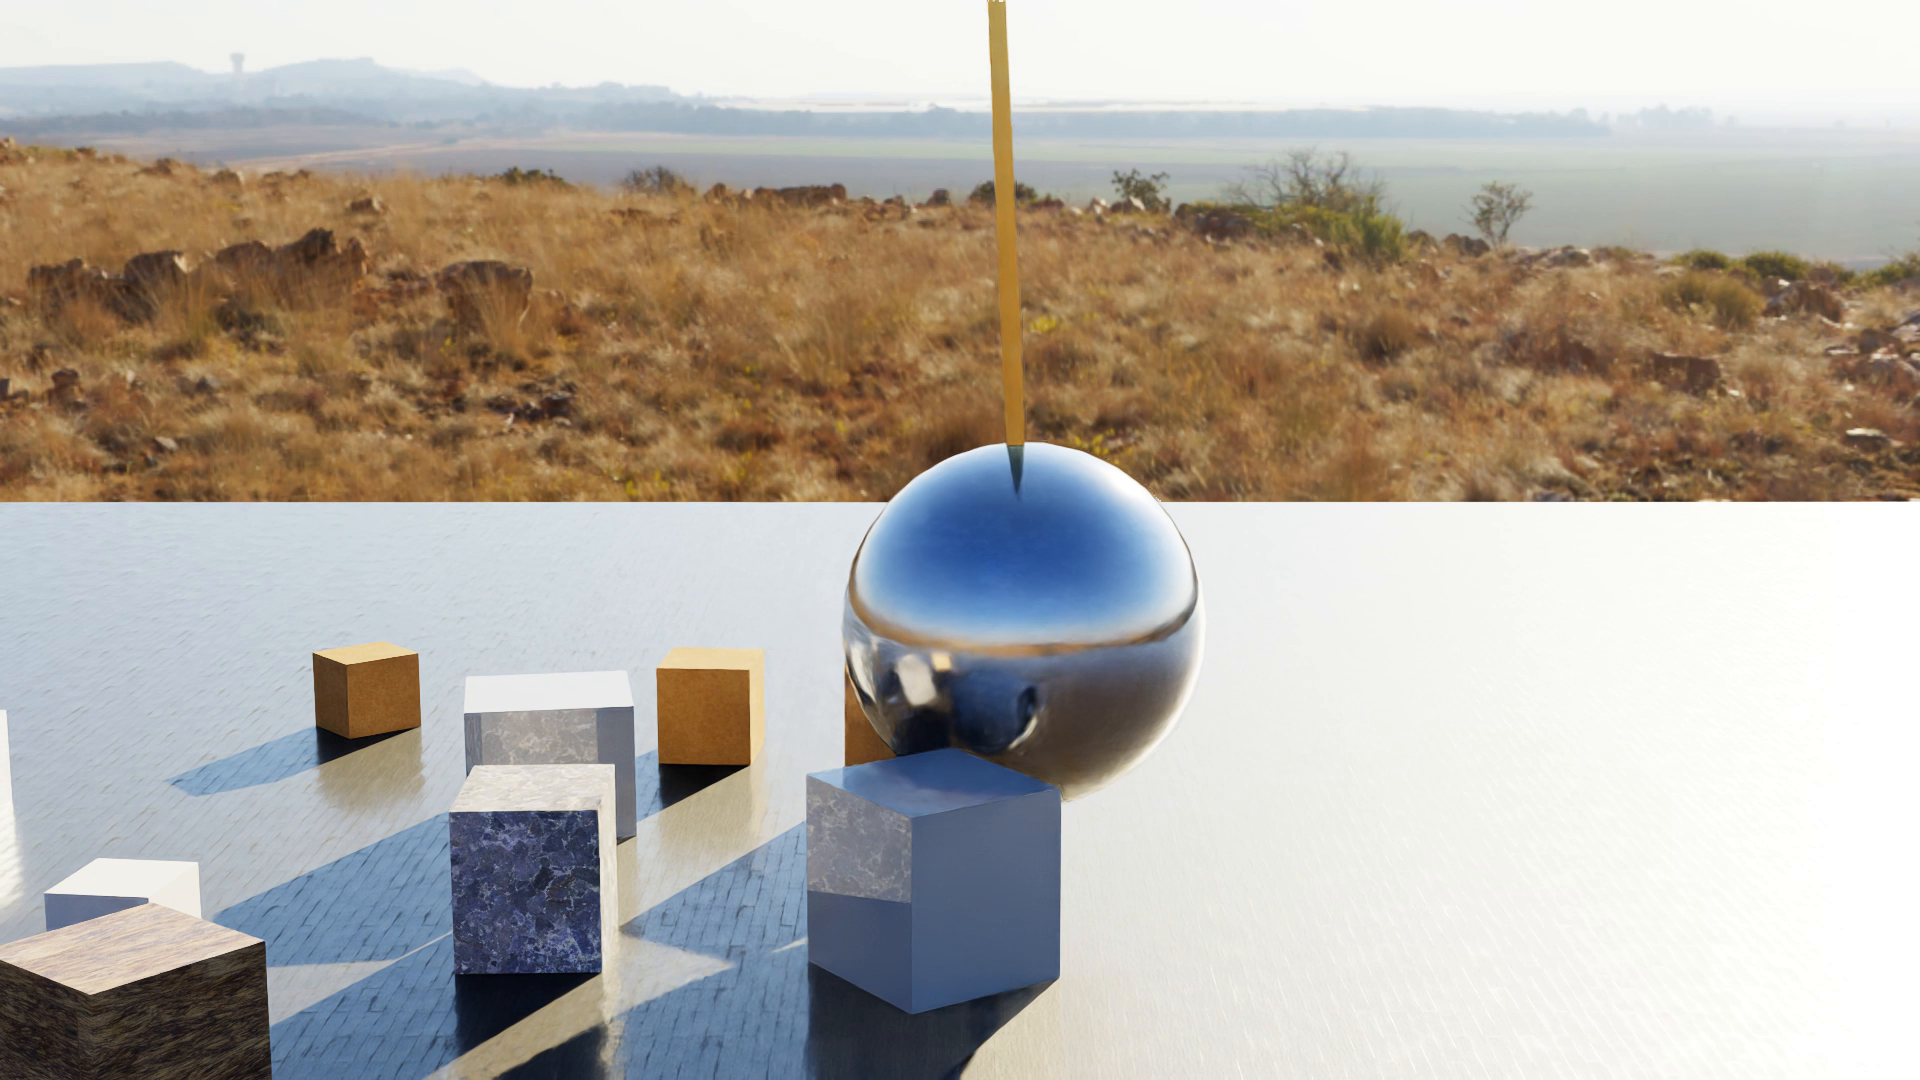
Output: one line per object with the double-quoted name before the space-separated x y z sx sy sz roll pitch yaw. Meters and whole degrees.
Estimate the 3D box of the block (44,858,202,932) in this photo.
"block" -3.254 1.521 10.005 0.420 0.427 0.444 1 10 8

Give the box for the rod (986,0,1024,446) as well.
"rod" 0.120 -2.972 10.640 0.080 5.200 0.080 -3 10 0

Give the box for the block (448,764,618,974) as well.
"block" -1.719 1.325 10.418 0.581 0.666 0.679 0 10 -2

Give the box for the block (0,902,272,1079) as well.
"block" -2.794 1.668 8.621 0.648 0.634 0.661 8 13 38

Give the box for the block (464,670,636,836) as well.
"block" -1.952 1.021 12.209 0.772 0.622 0.728 -2 10 -10

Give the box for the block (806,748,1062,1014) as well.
"block" -0.108 1.324 10.126 0.704 0.771 0.745 -7 13 -34

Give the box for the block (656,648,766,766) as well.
"block" -1.297 0.864 13.406 0.482 0.504 0.485 1 10 4

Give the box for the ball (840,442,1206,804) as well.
"ball" 0.277 0.370 11.248 1.600 1.600 1.600 0 10 0

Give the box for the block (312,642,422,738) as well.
"block" -3.227 0.812 13.962 0.428 0.407 0.393 -9 13 -40

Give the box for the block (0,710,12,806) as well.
"block" -4.921 1.086 12.334 0.508 0.450 0.461 1 10 5

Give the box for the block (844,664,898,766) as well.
"block" -0.075 0.892 12.623 0.710 0.729 0.690 7 12 34
